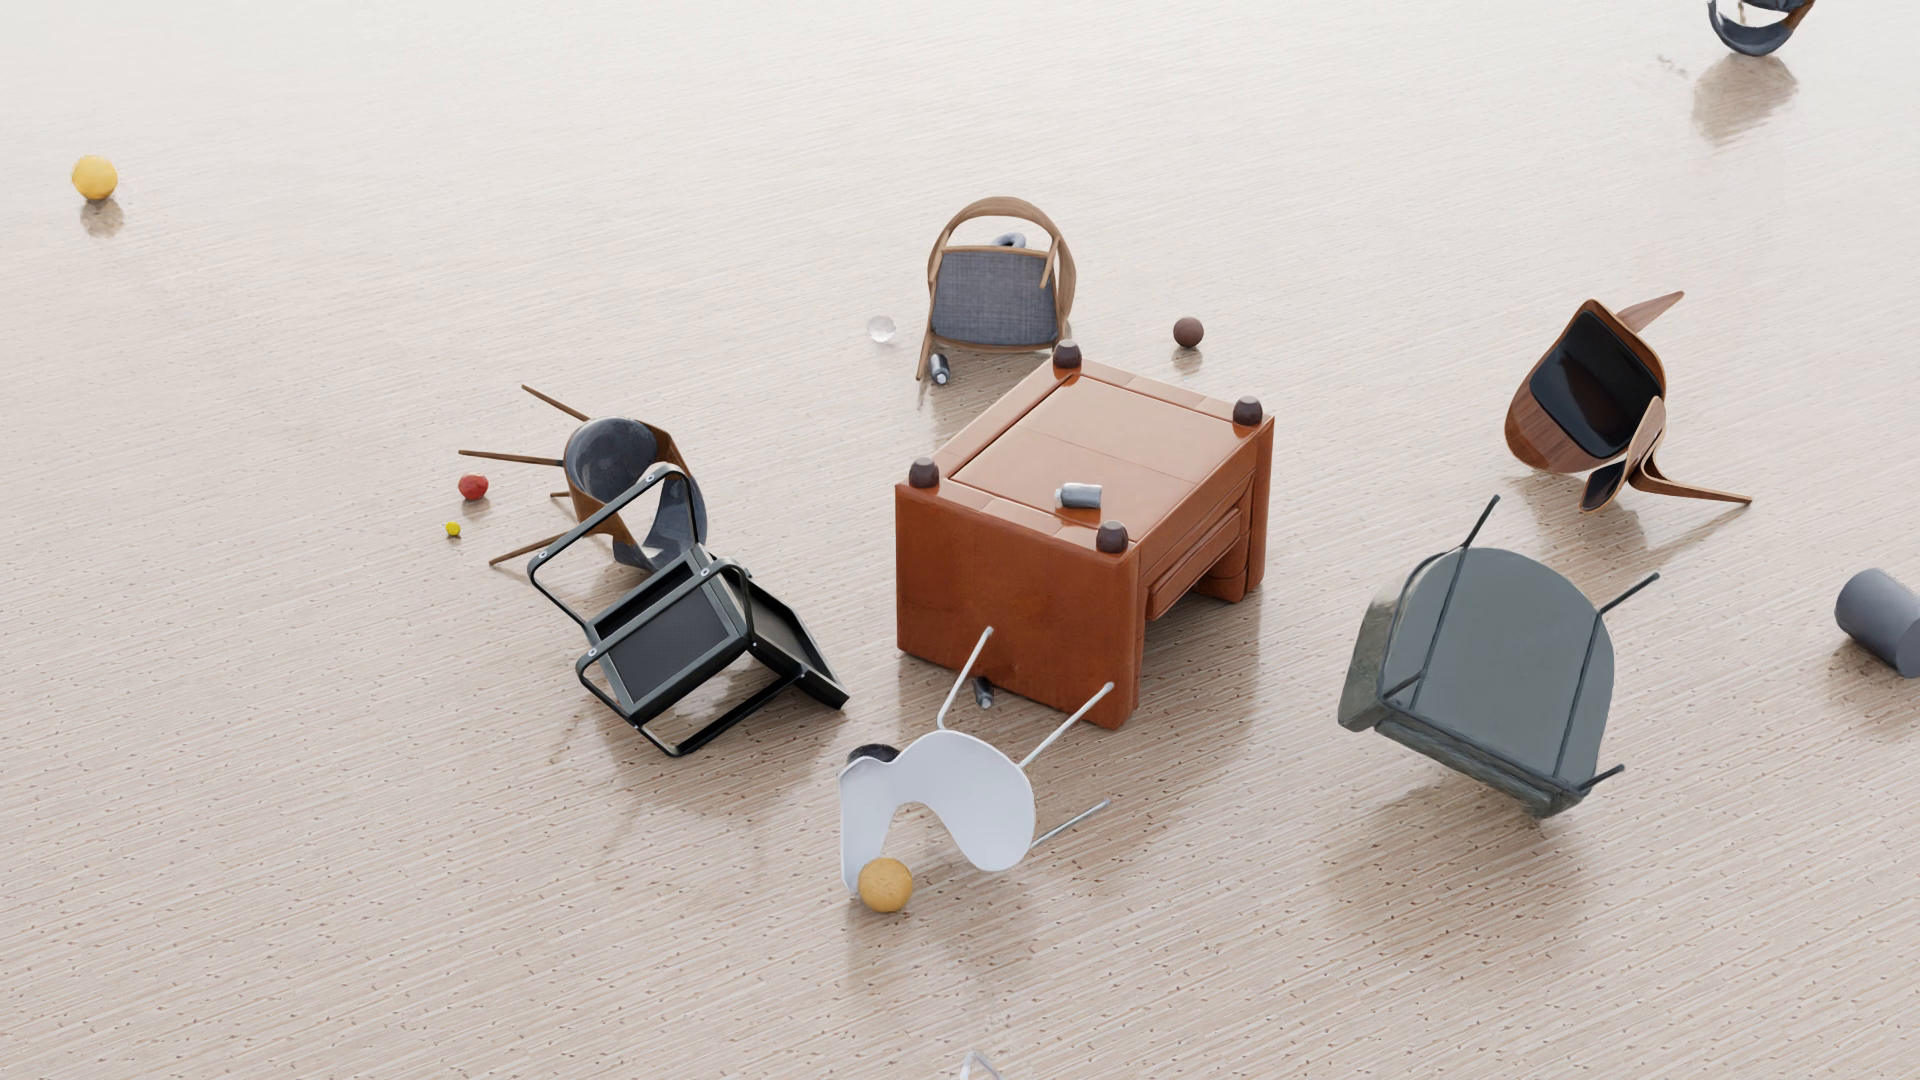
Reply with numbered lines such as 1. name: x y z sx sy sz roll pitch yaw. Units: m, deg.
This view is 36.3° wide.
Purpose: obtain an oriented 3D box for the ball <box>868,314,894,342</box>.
1. ball: -0.328 -0.880 12.175 0.115 0.115 0.115 0 33 0

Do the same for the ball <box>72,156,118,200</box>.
1. ball: -3.908 -1.634 13.246 0.197 0.197 0.197 0 33 0

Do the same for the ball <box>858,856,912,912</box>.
1. ball: -0.235 1.075 9.158 0.172 0.172 0.172 0 33 0

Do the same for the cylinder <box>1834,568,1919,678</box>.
1. cylinder: 3.261 0.291 10.254 0.241 0.283 0.309 -39 42 -4

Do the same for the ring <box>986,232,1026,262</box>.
1. ring: 0.204 -1.284 12.850 0.142 0.048 0.259 18 38 23

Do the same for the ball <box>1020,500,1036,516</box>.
1. ball: 0.257 -0.122 11.074 0.060 0.060 0.060 0 33 0

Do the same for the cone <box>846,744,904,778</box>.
1. cone: -0.284 0.709 9.801 0.190 0.074 0.194 2 33 3
